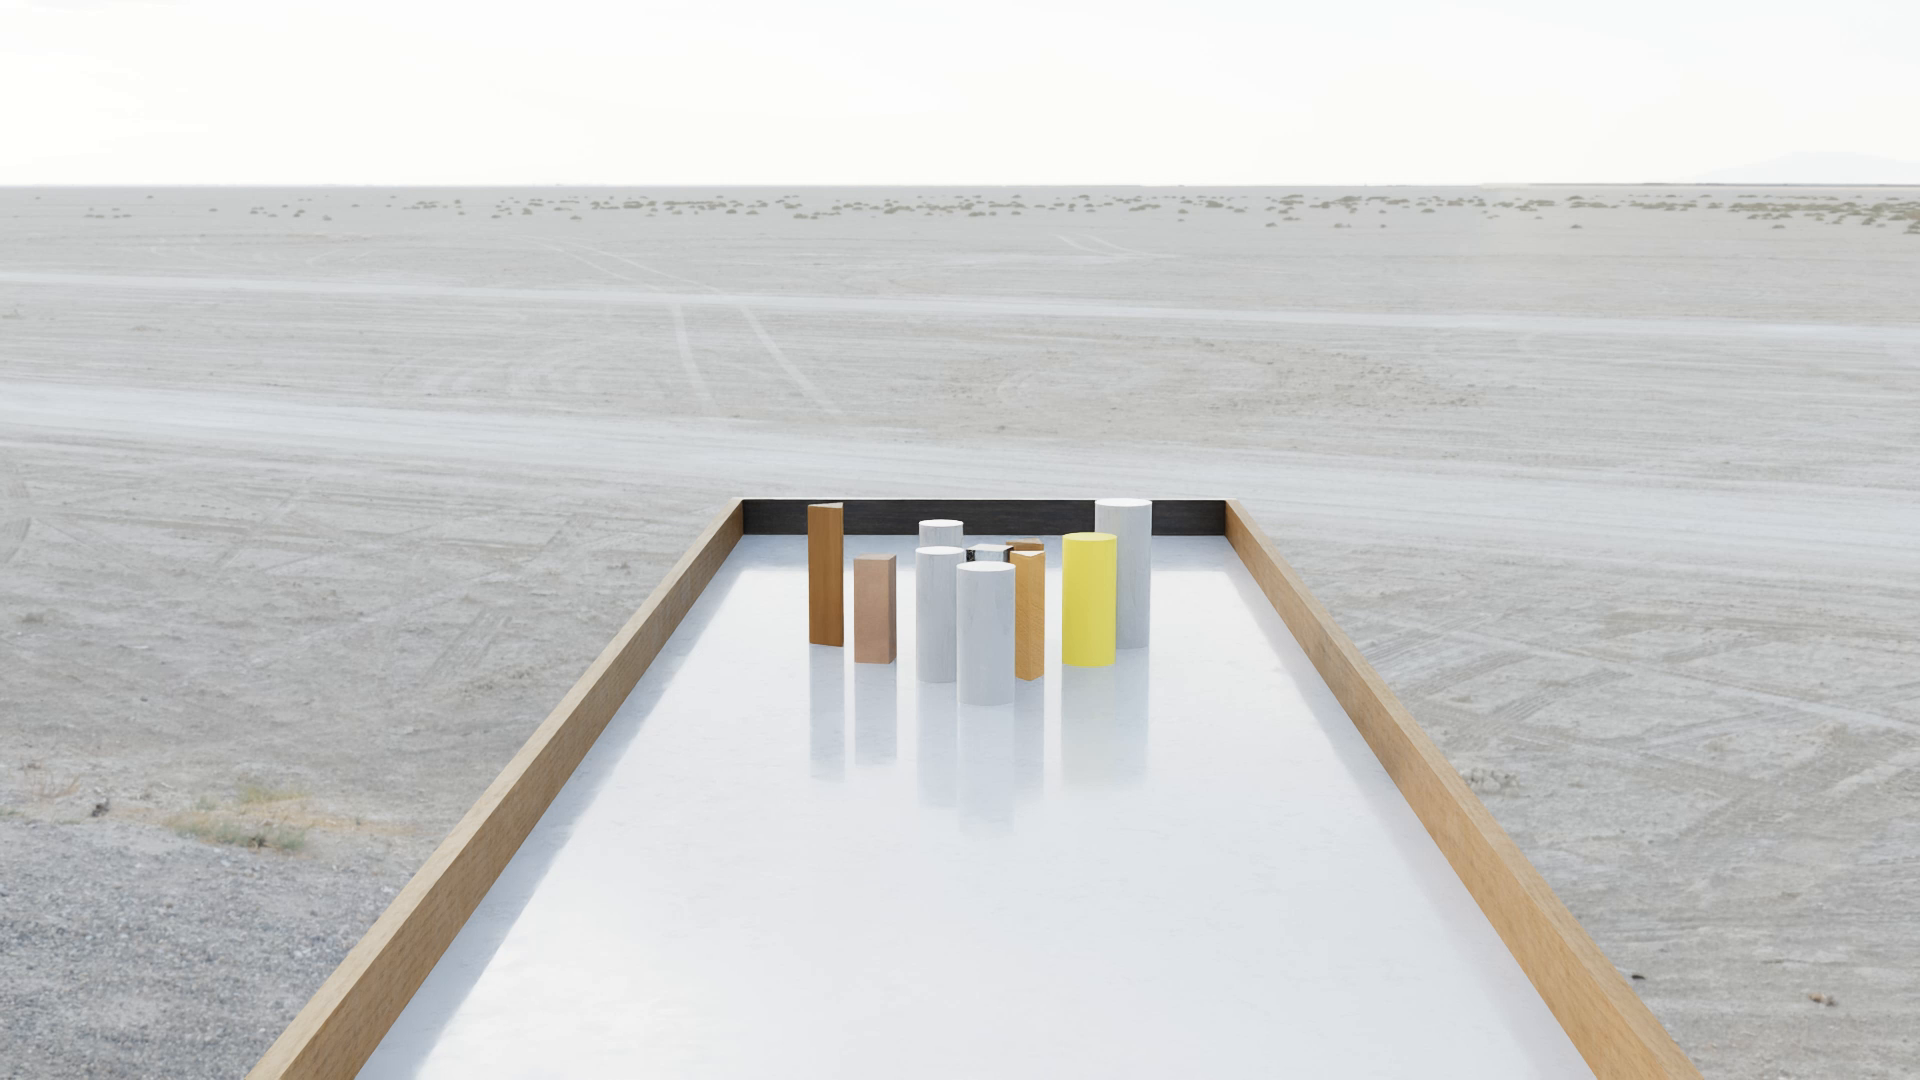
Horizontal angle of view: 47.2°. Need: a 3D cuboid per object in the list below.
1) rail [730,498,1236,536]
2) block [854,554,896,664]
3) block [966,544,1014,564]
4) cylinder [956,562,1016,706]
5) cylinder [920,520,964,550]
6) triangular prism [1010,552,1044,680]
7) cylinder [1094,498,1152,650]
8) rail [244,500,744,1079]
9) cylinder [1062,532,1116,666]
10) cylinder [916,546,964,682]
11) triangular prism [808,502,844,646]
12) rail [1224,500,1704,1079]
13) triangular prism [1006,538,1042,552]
[{"bbox_3d":[0.099,-0.098,9.147,2.100,0.150,0.050,0,9,1],"label":"rail"},{"bbox_3d":[-0.257,0.208,6.680,0.108,0.319,0.108,2,9,11],"label":"block"},{"bbox_3d":[0.092,0.193,6.693,0.111,0.344,0.111,4,10,22],"label":"block"},{"bbox_3d":[0.073,0.260,6.156,0.165,0.379,0.165,0,9,0],"label":"cylinder"},{"bbox_3d":[-0.059,0.136,6.926,0.138,0.384,0.138,0,9,0],"label":"cylinder"},{"bbox_3d":[0.212,0.219,6.450,0.089,0.369,0.102,-6,11,-33],"label":"triangular prism"},{"bbox_3d":[0.511,0.104,6.914,0.178,0.450,0.178,0,9,0],"label":"cylinder"},{"bbox_3d":[-1.004,0.839,3.234,0.050,0.150,12.000,0,9,1],"label":"rail"},{"bbox_3d":[0.391,0.179,6.654,0.163,0.383,0.163,0,9,0],"label":"cylinder"},{"bbox_3d":[-0.059,0.217,6.428,0.142,0.379,0.142,0,9,0],"label":"cylinder"},{"bbox_3d":[-0.398,0.106,6.935,0.123,0.440,0.107,5,10,29],"label":"triangular prism"},{"bbox_3d":[1.046,0.843,3.208,0.050,0.150,12.000,0,9,1],"label":"rail"},{"bbox_3d":[0.223,0.159,6.977,0.126,0.322,0.109,4,10,23],"label":"triangular prism"}]
